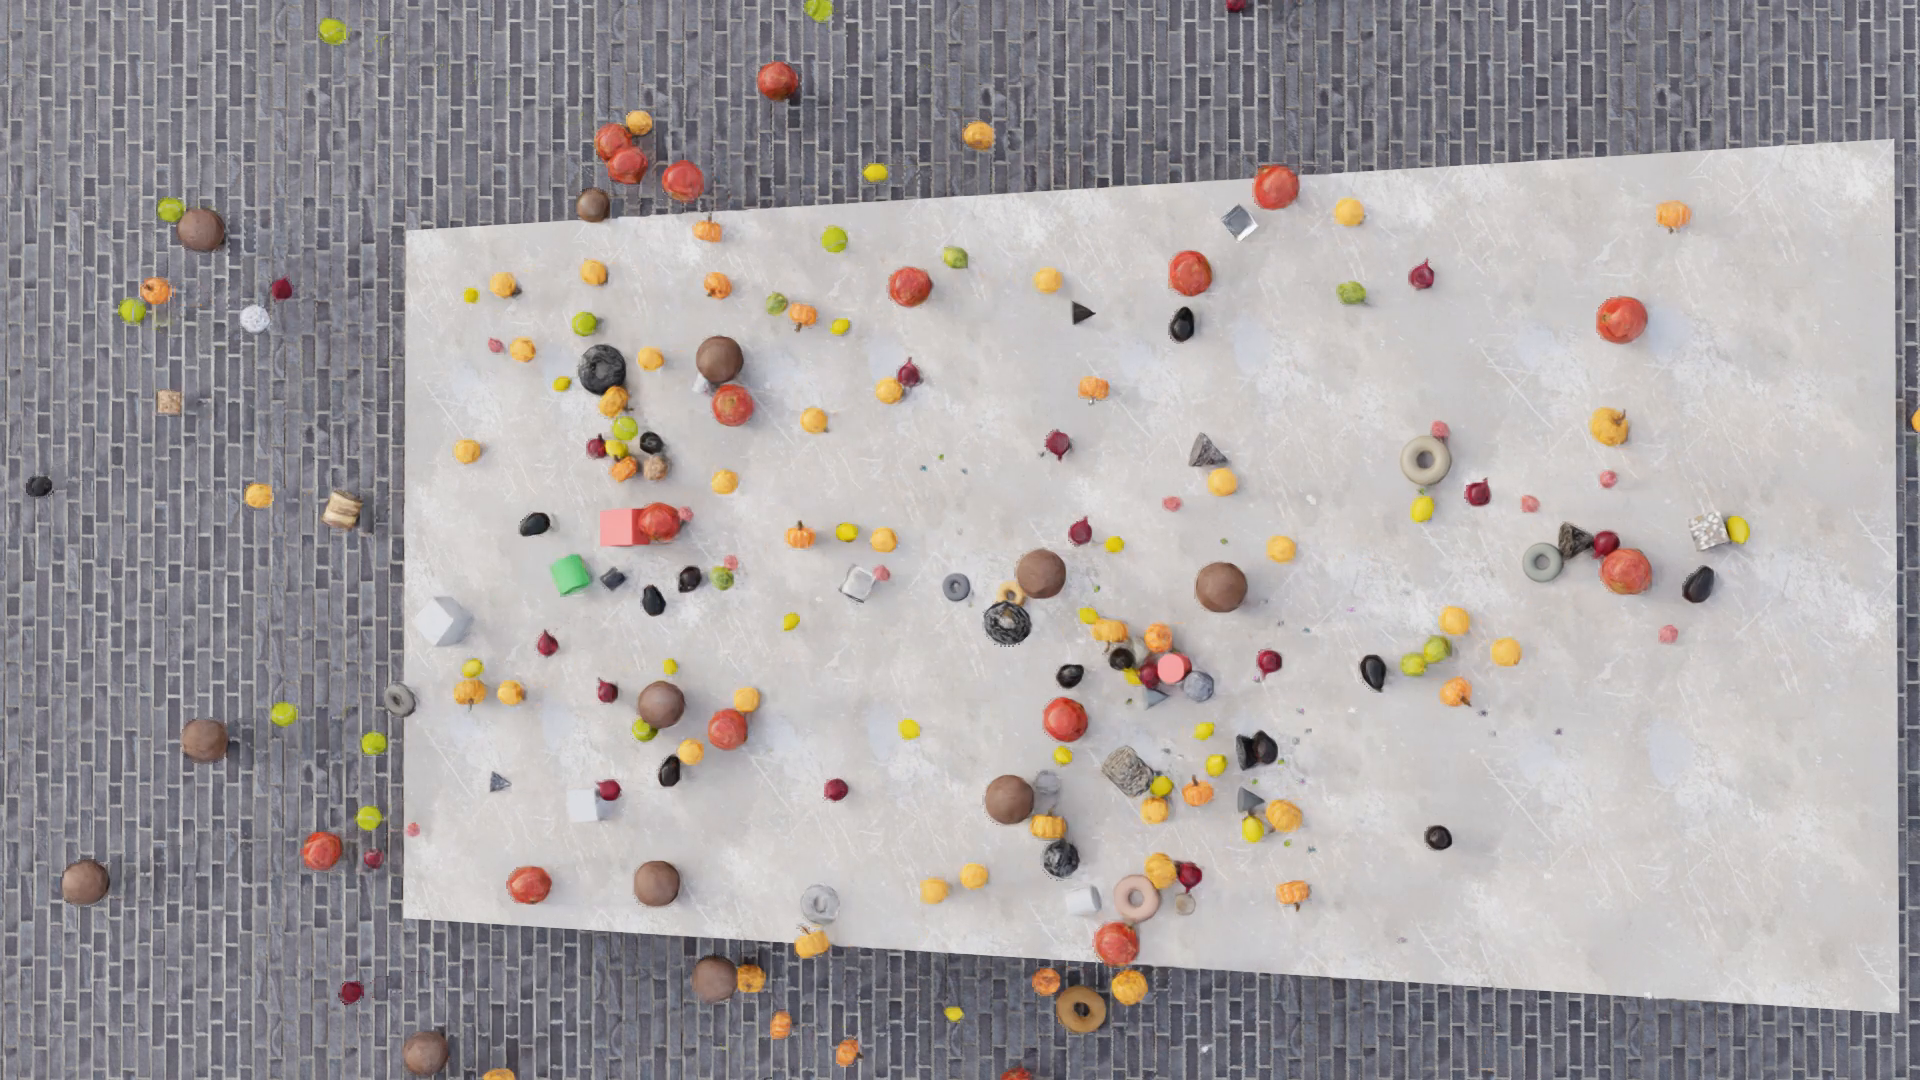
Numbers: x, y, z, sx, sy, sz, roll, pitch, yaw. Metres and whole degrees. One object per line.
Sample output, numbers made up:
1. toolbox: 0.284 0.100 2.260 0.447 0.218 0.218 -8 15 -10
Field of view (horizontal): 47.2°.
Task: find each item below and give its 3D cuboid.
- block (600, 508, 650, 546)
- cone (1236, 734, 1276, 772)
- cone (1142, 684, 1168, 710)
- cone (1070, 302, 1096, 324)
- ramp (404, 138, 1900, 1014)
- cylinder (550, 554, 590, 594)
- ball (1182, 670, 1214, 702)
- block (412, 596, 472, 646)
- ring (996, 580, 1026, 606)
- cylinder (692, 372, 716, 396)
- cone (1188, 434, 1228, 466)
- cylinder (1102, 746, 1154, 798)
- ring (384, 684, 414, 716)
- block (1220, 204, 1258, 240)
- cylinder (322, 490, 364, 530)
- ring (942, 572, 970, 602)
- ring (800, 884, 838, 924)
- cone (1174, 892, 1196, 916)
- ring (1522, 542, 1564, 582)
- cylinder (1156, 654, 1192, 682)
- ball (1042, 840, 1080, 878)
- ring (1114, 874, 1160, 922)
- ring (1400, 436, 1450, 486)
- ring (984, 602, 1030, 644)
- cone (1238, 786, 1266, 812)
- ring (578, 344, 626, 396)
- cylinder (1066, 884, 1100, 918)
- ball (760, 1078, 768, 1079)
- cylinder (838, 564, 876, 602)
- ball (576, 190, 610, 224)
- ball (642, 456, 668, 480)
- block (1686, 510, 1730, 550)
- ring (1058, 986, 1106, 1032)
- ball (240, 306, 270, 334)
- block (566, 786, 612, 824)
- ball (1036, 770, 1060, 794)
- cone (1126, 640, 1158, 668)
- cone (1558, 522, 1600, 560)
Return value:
1. block: -0.930 -0.034 6.099 0.098 0.098 0.098 -3 88 20
2. cone: 0.749 0.527 5.510 0.093 0.093 0.093 -7 89 -7
3. cone: 0.504 0.399 5.607 0.067 0.067 0.067 -3 89 -7
4. cone: 0.322 -0.587 5.688 0.061 0.061 0.061 1 89 -7
5. ramp: 0.281 0.090 5.762 4.000 0.100 2.000 0 89 20
6. cylinder: -1.091 0.097 6.159 0.086 0.086 0.086 -24 84 0
7. ball: 0.601 0.369 5.545 0.081 0.081 0.081 0 89 0
8. block: -1.482 0.233 6.295 0.099 0.099 0.099 43 103 15
9. ring: 0.135 0.146 5.747 0.081 0.027 0.081 0 89 21
10. cylinder: -0.702 -0.428 6.046 0.051 0.051 0.051 23 98 0
11. cone: 0.640 -0.212 5.560 0.093 0.093 0.093 20 89 -8
12. cylinder: 0.425 0.585 5.552 0.094 0.094 0.094 -44 114 -1
13. ring: -1.624 0.463 6.372 0.101 0.034 0.101 8 109 23
14. block: 0.703 -0.799 5.534 0.061 0.061 0.061 -39 77 15
15. cylinder: -1.807 -0.087 6.439 0.092 0.092 0.092 22 94 0
16. ring: -0.010 0.123 5.801 0.077 0.026 0.077 0 90 19
17. ring: -0.378 0.979 5.917 0.111 0.037 0.111 0 91 20
18. cone: 0.561 0.926 5.564 0.058 0.058 0.058 0 89 20
19. ring: 1.400 0.054 5.284 0.097 0.032 0.097 -2 86 23
20. cylinder: 0.543 0.324 5.572 0.072 0.072 0.072 0 89 20
21. ball: 0.259 0.822 5.657 0.095 0.095 0.095 0 89 0
22. ring: 0.451 0.914 5.614 0.122 0.041 0.122 0 90 20
23. ring: 1.139 -0.195 5.379 0.123 0.041 0.123 -1 88 20
24. ring: 0.122 0.216 5.718 0.126 0.042 0.126 6 122 10
25. cone: 0.737 0.653 5.519 0.067 0.067 0.067 3 89 -7
26. ring: -1.003 -0.476 6.158 0.146 0.049 0.146 0 89 20
27. cylinder: 0.316 0.927 5.648 0.069 0.069 0.069 -19 89 19
28. ball: -0.573 1.604 6.447 0.052 0.052 0.052 0 89 0
29. cylinder: -0.274 0.116 5.868 0.076 0.076 0.076 27 98 0
30. ball: -1.026 -0.934 6.155 0.095 0.095 0.095 0 89 0
31. ball: -0.844 -0.197 6.086 0.067 0.067 0.067 0 89 0
32. block: 1.748 -0.022 5.136 0.076 0.076 0.076 -18 83 19
33. ring: 0.356 1.372 6.433 0.146 0.049 0.146 4 102 19
34. ball: -2.072 -0.649 6.462 0.082 0.082 0.082 0 89 0
35. block: -1.032 0.738 6.132 0.086 0.086 0.086 -8 87 20
36. ball: 0.227 0.627 5.687 0.065 0.065 0.065 0 89 0
37. cone: 0.477 0.277 5.616 0.076 0.076 0.076 -21 89 -23
38. cone: 1.489 0.004 5.249 0.090 0.090 0.090 1 89 -7
